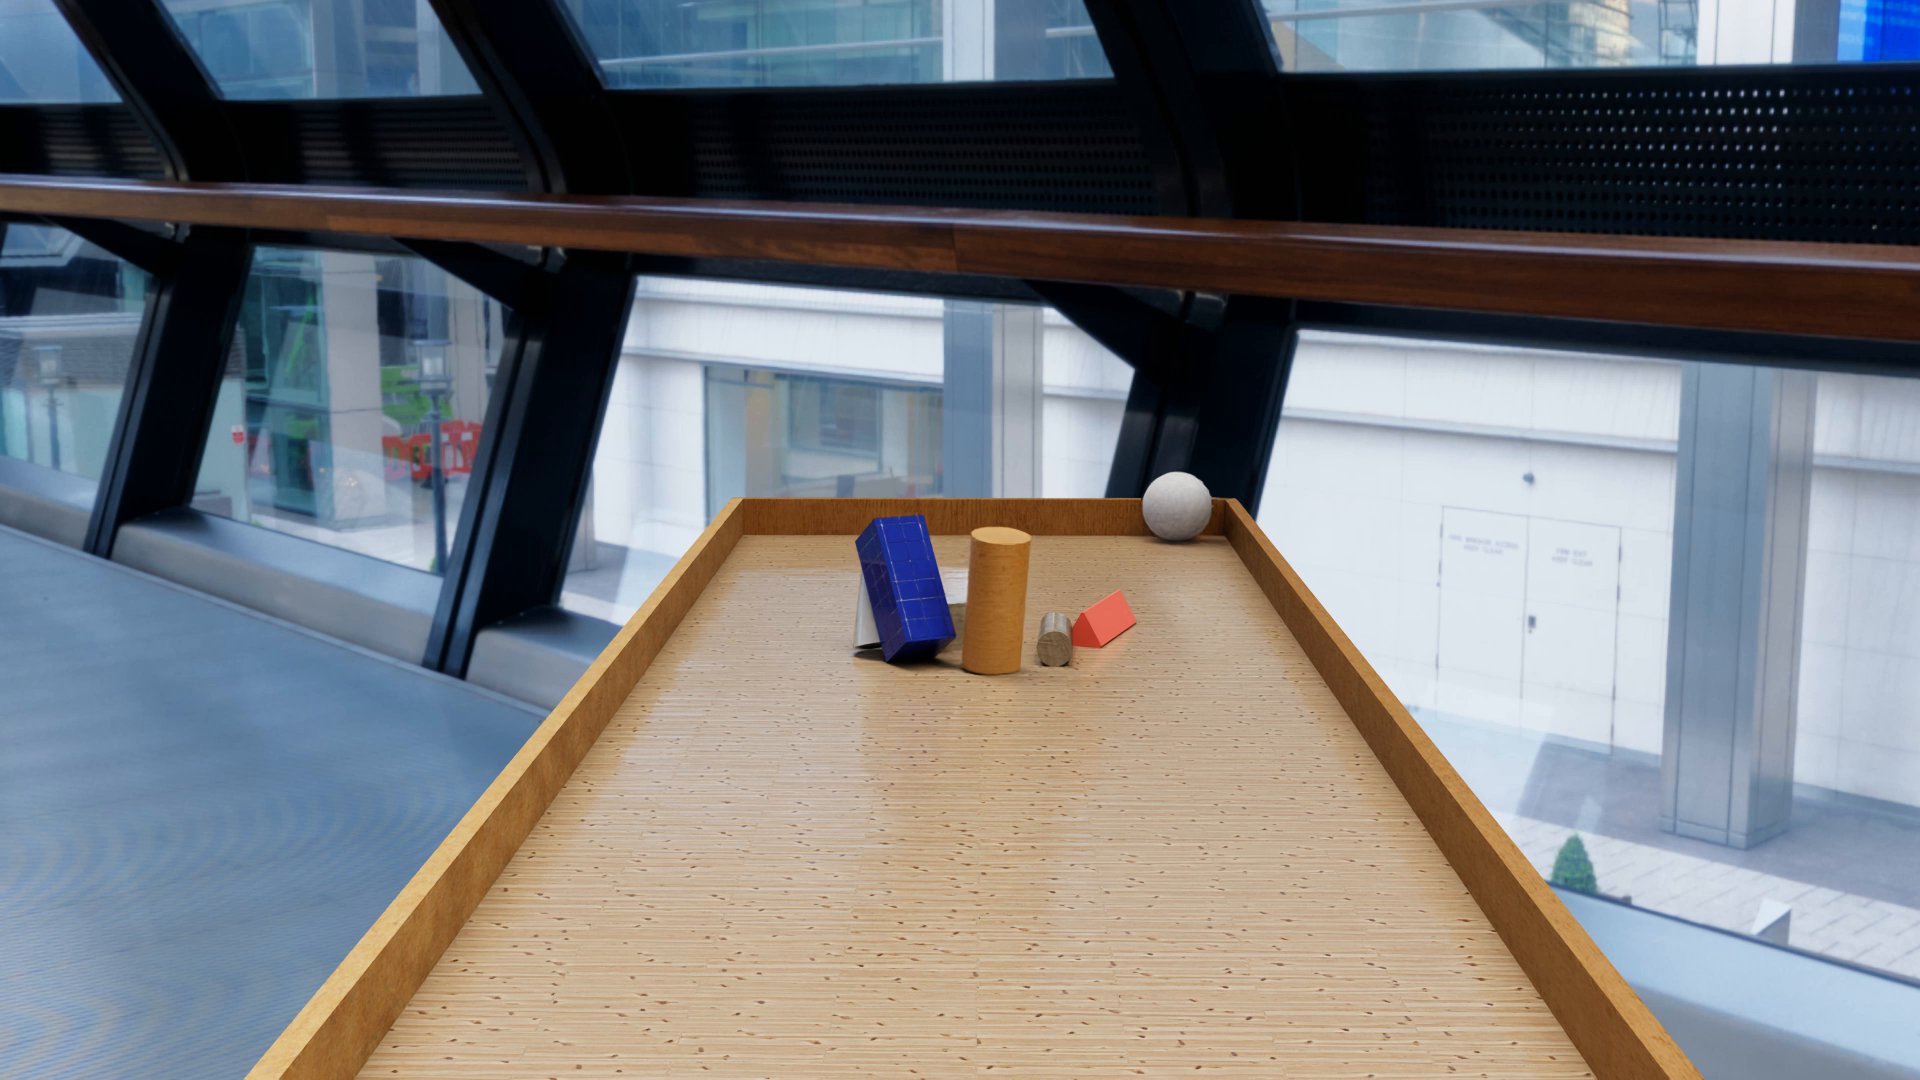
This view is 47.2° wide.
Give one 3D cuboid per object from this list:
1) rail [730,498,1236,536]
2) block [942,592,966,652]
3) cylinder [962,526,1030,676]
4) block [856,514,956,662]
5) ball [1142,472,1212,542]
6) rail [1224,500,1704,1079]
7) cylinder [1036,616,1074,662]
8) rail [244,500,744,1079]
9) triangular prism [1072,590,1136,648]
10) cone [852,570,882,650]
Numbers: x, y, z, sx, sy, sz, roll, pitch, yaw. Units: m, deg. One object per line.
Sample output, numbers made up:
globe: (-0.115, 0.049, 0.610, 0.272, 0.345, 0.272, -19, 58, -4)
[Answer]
rail: (0.099, -0.098, 9.147, 2.100, 0.150, 0.050, 0, 9, 1)
block: (-0.127, 0.242, 6.999, 0.150, 0.150, 0.428, -5, 10, -27)
cylinder: (0.106, 0.180, 6.508, 0.176, 0.405, 0.176, 4, 17, -1)
block: (-0.168, 0.147, 6.700, 0.167, 0.406, 0.167, -5, -22, -27)
ball: (0.886, -0.136, 8.961, 0.284, 0.284, 0.284, 0, 9, 0)
rail: (1.046, 0.843, 3.208, 0.050, 0.150, 12.000, 0, 9, 1)
cylinder: (0.292, 0.303, 6.750, 0.108, 0.108, 0.303, 1, 4, 5)
rail: (-1.004, 0.839, 3.234, 0.050, 0.150, 12.000, 0, 9, 1)
triangular prism: (0.455, 0.248, 7.085, 0.123, 0.107, 0.421, 4, 10, 19)
cone: (-0.269, 0.144, 6.808, 0.179, 0.365, 0.179, -7, -8, -1)
